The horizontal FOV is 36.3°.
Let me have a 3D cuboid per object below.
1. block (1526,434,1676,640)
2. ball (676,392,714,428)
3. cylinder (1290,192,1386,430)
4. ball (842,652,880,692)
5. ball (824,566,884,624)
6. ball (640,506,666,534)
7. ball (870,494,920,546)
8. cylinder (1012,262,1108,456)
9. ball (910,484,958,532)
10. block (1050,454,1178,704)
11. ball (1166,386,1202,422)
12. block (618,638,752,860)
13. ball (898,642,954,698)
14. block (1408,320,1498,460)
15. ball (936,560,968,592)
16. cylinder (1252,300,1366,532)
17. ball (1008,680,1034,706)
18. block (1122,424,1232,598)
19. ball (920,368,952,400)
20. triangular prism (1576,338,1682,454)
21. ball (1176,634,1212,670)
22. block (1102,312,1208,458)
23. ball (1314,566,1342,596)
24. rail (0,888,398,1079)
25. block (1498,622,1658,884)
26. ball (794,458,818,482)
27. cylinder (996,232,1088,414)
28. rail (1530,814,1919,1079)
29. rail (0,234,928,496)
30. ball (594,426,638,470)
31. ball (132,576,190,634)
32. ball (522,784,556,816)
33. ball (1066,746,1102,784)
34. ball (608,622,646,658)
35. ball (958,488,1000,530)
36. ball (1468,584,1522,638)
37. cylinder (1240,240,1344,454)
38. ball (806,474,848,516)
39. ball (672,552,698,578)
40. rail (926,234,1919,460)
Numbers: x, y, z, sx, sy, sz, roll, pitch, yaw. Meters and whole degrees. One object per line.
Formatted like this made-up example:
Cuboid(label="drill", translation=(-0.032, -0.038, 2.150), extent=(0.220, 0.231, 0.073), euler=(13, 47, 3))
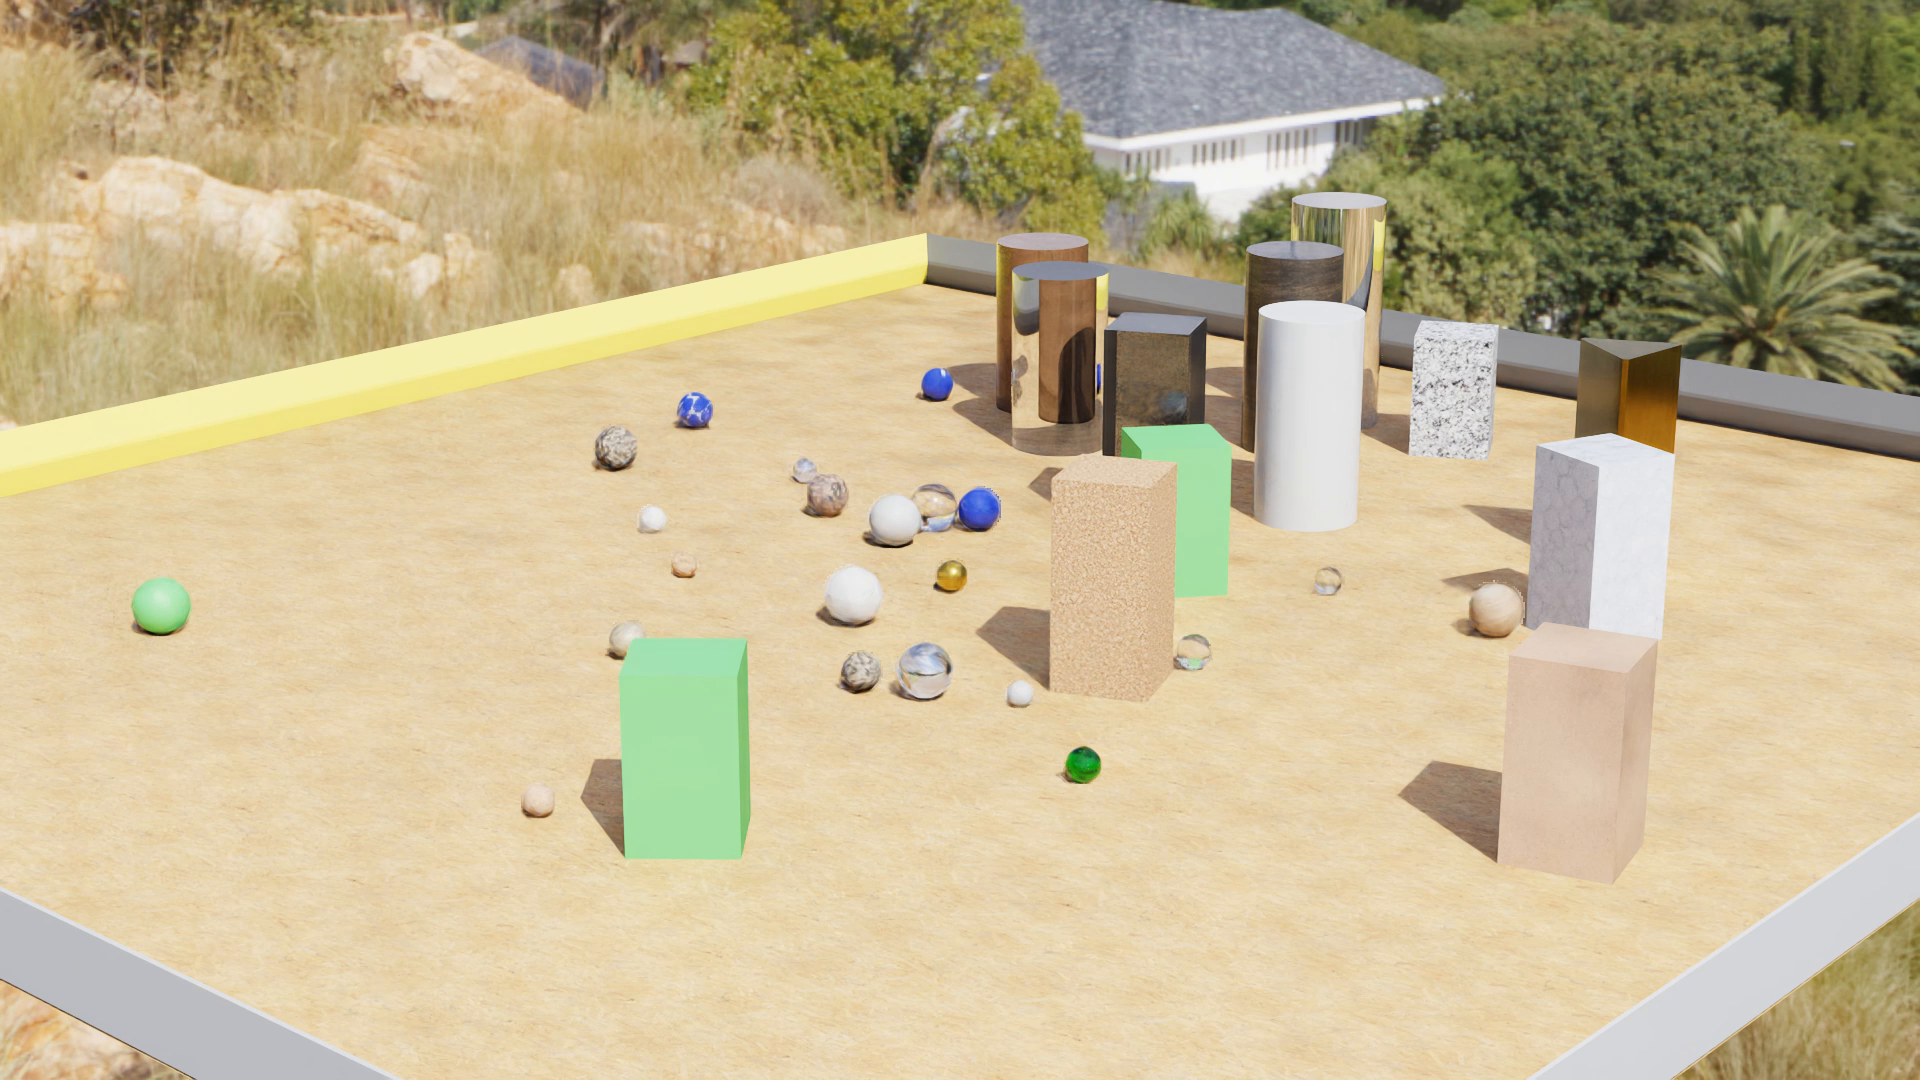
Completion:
Cuboid(label="block", translation=(1.065, 0.004, 4.887), extent=(0.159, 0.320, 0.159), euler=(-9, 19, -27))
Cuboid(label="ball", translation=(-0.563, -0.276, 6.235), extent=(0.078, 0.078, 0.078), euler=(0, 17, 0))
Cuboid(label="cylinder", translation=(0.799, -0.486, 6.241), extent=(0.199, 0.477, 0.199), euler=(0, 17, 0))
Cuboid(label="ball", translation=(-0.157, 0.210, 4.651), extent=(0.062, 0.062, 0.062), euler=(0, 17, 0))
Cuboid(label="ball", translation=(-0.180, 0.094, 4.969), extent=(0.099, 0.099, 0.099), euler=(0, 17, 0))
Cuboid(label="ball", translation=(-0.575, -0.037, 5.488), extent=(0.051, 0.051, 0.051), euler=(0, 17, 0))
Cuboid(label="ball", translation=(-0.120, -0.037, 5.411), extent=(0.095, 0.095, 0.095), euler=(0, 17, 0))
Cuboid(label="cylinder", translation=(0.206, -0.376, 6.065), extent=(0.199, 0.368, 0.199), euler=(0, 17, 0))
Cuboid(label="ball", translation=(-0.051, -0.060, 5.493), extent=(0.093, 0.093, 0.093), euler=(0, 17, 0))
Cuboid(label="block", translation=(0.244, 0.059, 4.650), extent=(0.159, 0.351, 0.159), euler=(6, 18, 18))
Cuboid(label="ball", translation=(0.481, -0.292, 6.286), extent=(0.079, 0.079, 0.079), euler=(0, 17, 0))
Cuboid(label="block", translation=(-0.377, 0.286, 4.044), extent=(0.159, 0.265, 0.159), euler=(0, 17, 1))
Cuboid(label="ball", translation=(-0.054, 0.206, 4.619), extent=(0.088, 0.088, 0.088), euler=(0, 17, 0))
Cuboid(label="block", translation=(1.020, -0.310, 6.051), extent=(0.159, 0.249, 0.159), euler=(4, 17, 13))
Cuboid(label="ball", translation=(-0.014, 0.063, 5.148), extent=(0.056, 0.056, 0.056), euler=(0, 17, 0))
Cuboid(label="cylinder", translation=(0.659, -0.236, 5.544), extent=(0.199, 0.400, 0.199), euler=(0, 17, 0))
Cuboid(label="ball", translation=(0.094, 0.240, 4.586), extent=(0.041, 0.041, 0.041), euler=(0, 17, 0))
Cuboid(label="block", translation=(0.377, -0.051, 5.157), extent=(0.159, 0.269, 0.159), euler=(-3, 17, -9))
Cuboid(label="ball", translation=(-0.051, -0.344, 6.473), extent=(0.071, 0.071, 0.071), euler=(0, 17, 0))
Cuboid(label="triangular prism", translation=(1.163, -0.150, 5.244), extent=(0.172, 0.408, 0.149), euler=(-16, 23, -42))
Cuboid(label="ball", translation=(0.379, 0.181, 4.751), extent=(0.059, 0.059, 0.059), euler=(0, 17, 0))
Cuboid(label="block", translation=(0.363, -0.214, 5.483), extent=(0.159, 0.392, 0.159), euler=(5, 17, 16))
Cuboid(label="ball", translation=(0.645, 0.072, 5.130), extent=(0.050, 0.050, 0.050), euler=(0, 17, 0))
Cuboid(label="rail", translation=(-1.272, 0.455, 3.717), extent=(3.645, 0.129, 0.045), euler=(14, 22, 39))
Cuboid(label="block", translation=(0.838, 0.287, 3.981), extent=(0.159, 0.300, 0.159), euler=(8, 19, 26))
Cuboid(label="ball", translation=(-0.308, -0.138, 5.830), extent=(0.048, 0.048, 0.048), euler=(0, 17, 0))
Cuboid(label="cylinder", translation=(0.178, -0.470, 6.383), extent=(0.199, 0.365, 0.199), euler=(0, 17, 0))
Cuboid(label="rail", translation=(1.358, 0.372, 3.991), extent=(0.045, 0.129, 3.927), euler=(14, 22, 39))
Cuboid(label="rail", translation=(-1.358, -0.308, 6.249), extent=(0.045, 0.129, 3.927), euler=(14, 22, 39))
Cuboid(label="ball", translation=(-0.694, -0.186, 5.922), extent=(0.087, 0.087, 0.087), euler=(0, 17, 0))
Cuboid(label="ball", translation=(-1.341, 0.110, 4.924), extent=(0.096, 0.096, 0.096), euler=(0, 17, 0))
Cuboid(label="ball", translation=(-0.596, 0.368, 4.150), extent=(0.047, 0.047, 0.047), euler=(0, 17, 0))
Cuboid(label="ball", translation=(0.180, 0.328, 4.275), extent=(0.053, 0.053, 0.053), euler=(0, 17, 0))
Cuboid(label="ball", translation=(-0.544, 0.164, 4.802), extent=(0.062, 0.062, 0.062), euler=(0, 17, 0))
Cuboid(label="ball", translation=(0.035, -0.057, 5.508), extent=(0.079, 0.079, 0.079), euler=(0, 17, 0))
Cuboid(label="ball", translation=(0.896, 0.117, 4.908), extent=(0.091, 0.091, 0.091), euler=(0, 17, 0))
Cuboid(label="cylinder", translation=(0.684, -0.393, 6.043), extent=(0.199, 0.414, 0.199), euler=(0, 17, 0))
Cuboid(label="ball", translation=(-0.253, -0.087, 5.600), extent=(0.082, 0.082, 0.082), euler=(0, 17, 0))
Cuboid(label="ball", translation=(-0.491, 0.043, 5.228), extent=(0.047, 0.047, 0.047), euler=(0, 17, 0))
Cuboid(label="rail", translation=(1.272, -0.390, 6.522), extent=(3.645, 0.129, 0.045), euler=(14, 22, 39))
